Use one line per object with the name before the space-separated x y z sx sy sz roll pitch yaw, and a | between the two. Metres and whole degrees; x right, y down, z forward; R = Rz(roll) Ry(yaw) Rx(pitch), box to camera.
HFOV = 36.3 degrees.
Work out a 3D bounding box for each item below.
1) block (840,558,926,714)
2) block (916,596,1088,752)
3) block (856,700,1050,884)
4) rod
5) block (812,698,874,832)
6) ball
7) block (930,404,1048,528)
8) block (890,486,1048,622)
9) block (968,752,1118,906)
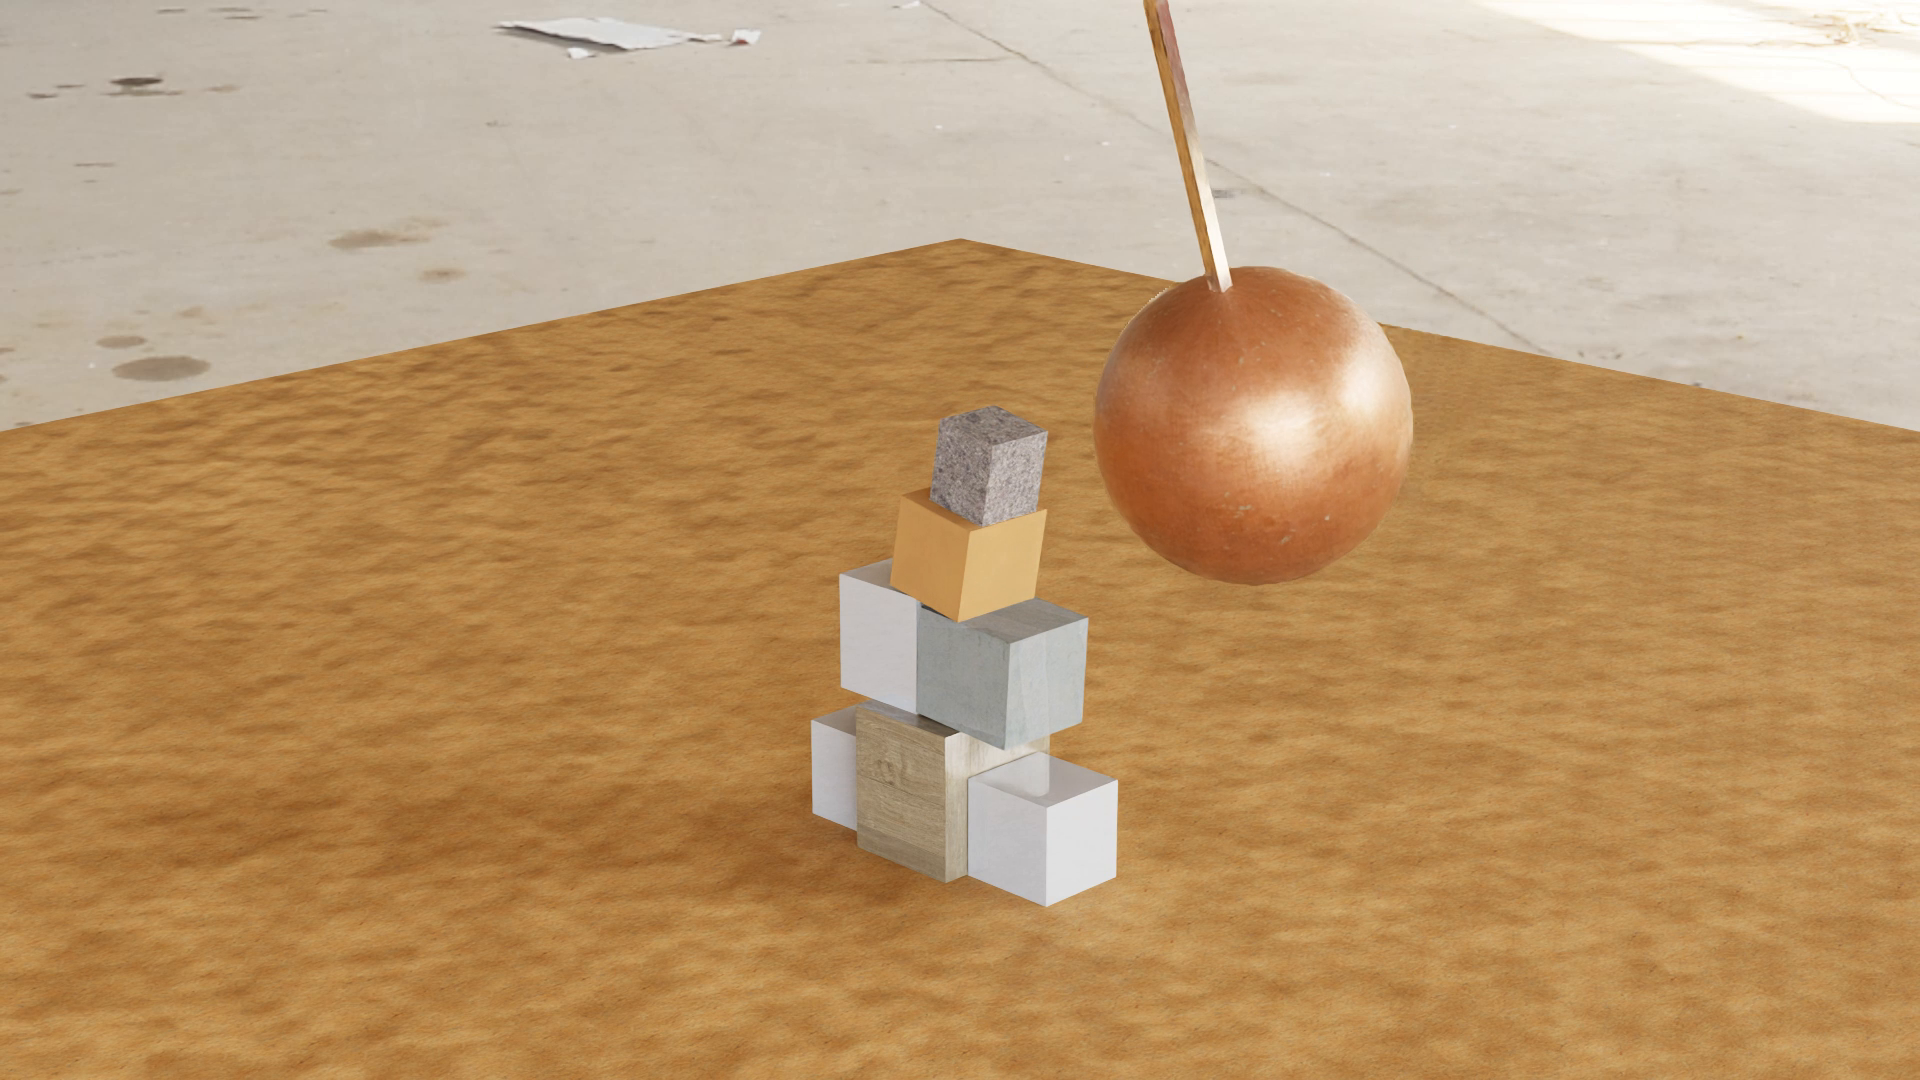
block | -0.200 0.423 13.693 0.508 0.562 0.509 -17 24 -42
block | 0.189 0.568 13.311 0.506 0.515 0.567 -17 27 -42
block | -0.032 1.091 13.689 0.686 0.710 0.588 -17 24 -42
rod | 0.636 -3.366 12.950 0.080 5.200 0.080 17 44 42
block | -0.380 1.083 14.097 0.494 0.481 0.440 -17 24 -42
ball | 1.467 -0.571 14.700 1.600 1.600 1.600 0 17 0
block | 0.127 -0.332 13.090 0.348 0.393 0.337 -17 34 -42
block | 0.037 0.031 13.287 0.493 0.448 0.444 -17 34 -42
block | 0.376 1.312 13.372 0.468 0.478 0.491 -17 24 -42
